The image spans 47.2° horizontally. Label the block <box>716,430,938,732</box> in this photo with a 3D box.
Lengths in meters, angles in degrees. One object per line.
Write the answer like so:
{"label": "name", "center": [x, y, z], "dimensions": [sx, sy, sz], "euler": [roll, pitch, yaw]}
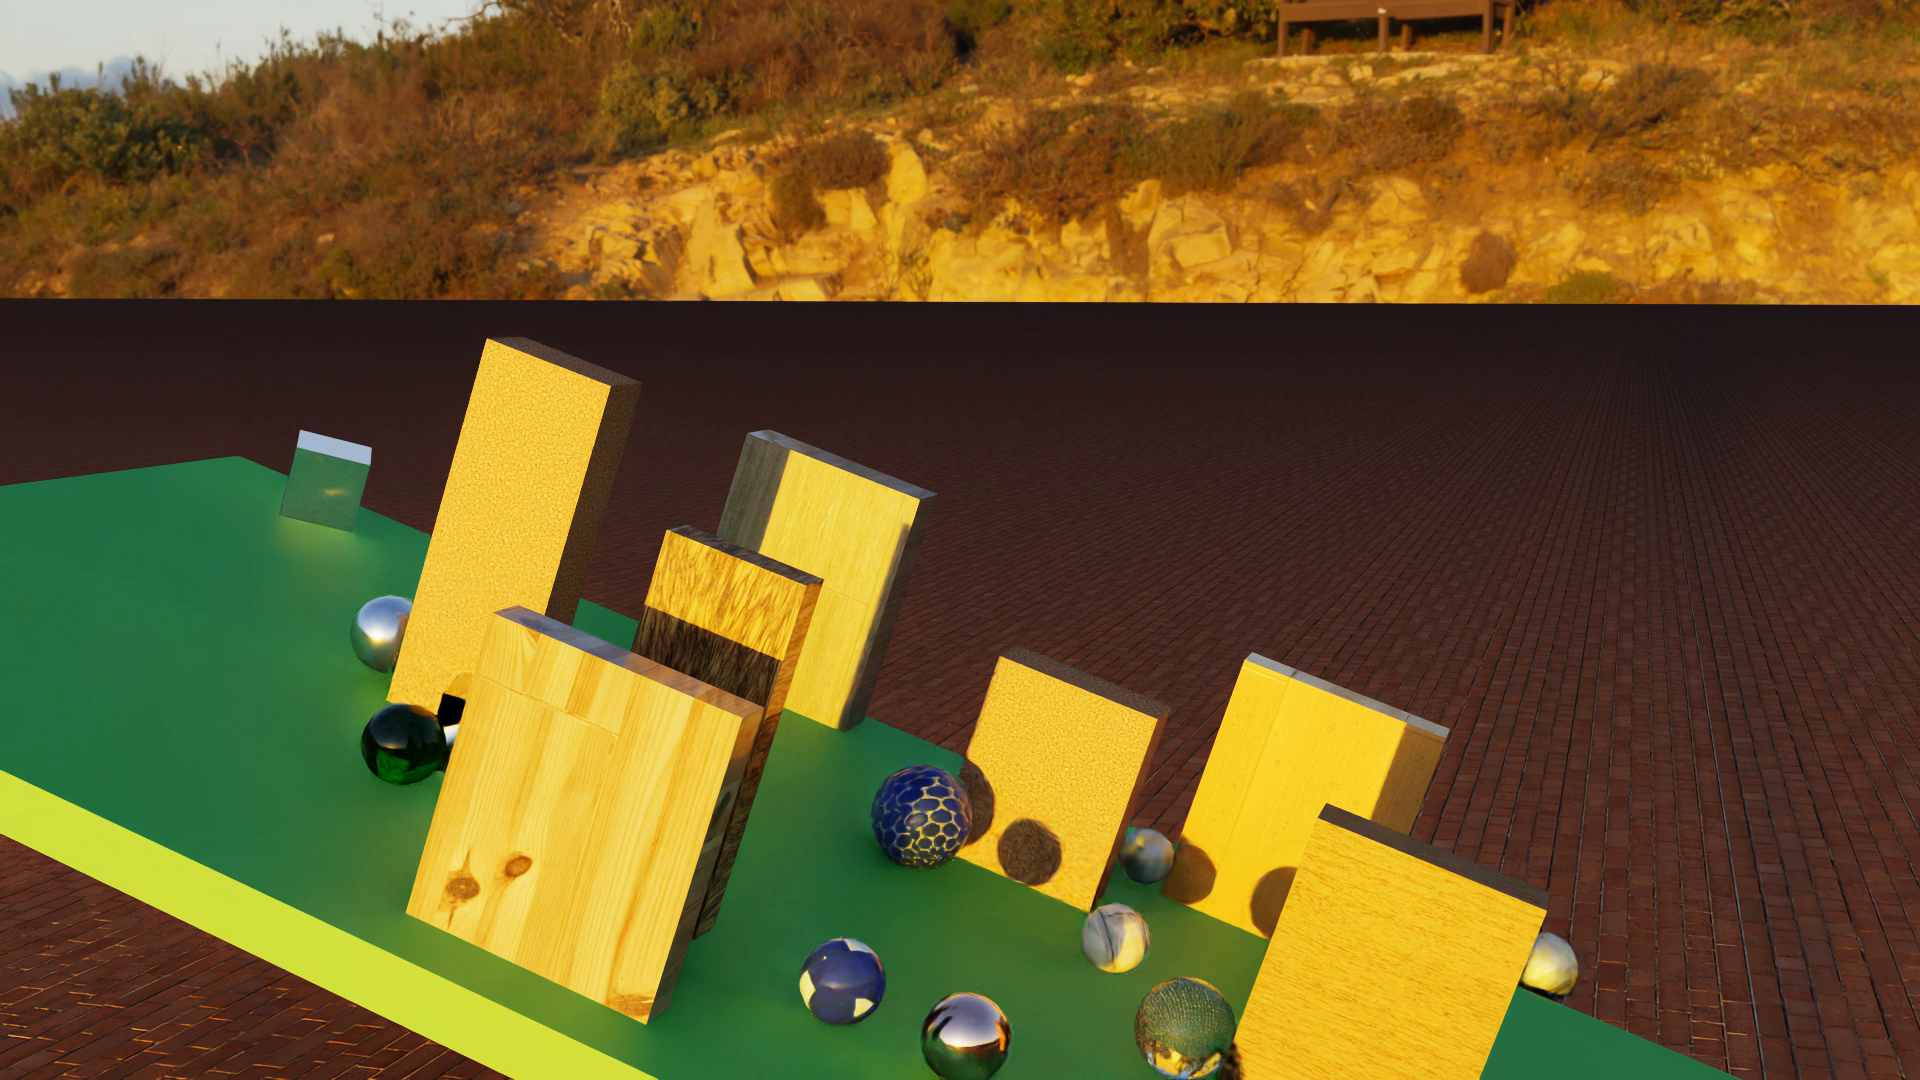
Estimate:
{"label": "block", "center": [-0.356, 0.091, 5.089], "dimensions": [0.438, 0.572, 0.132], "euler": [21, 12, 14]}

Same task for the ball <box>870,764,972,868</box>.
{"label": "ball", "center": [-0.076, 0.546, 4.353], "dimensions": [0.202, 0.202, 0.202], "euler": [0, 7, 0]}

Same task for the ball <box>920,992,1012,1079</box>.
{"label": "ball", "center": [0.009, 0.794, 3.503], "dimensions": [0.145, 0.145, 0.145], "euler": [0, 7, 0]}

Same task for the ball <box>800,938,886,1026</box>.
{"label": "ball", "center": [-0.190, 0.716, 3.569], "dimensions": [0.140, 0.140, 0.140], "euler": [0, 7, 0]}

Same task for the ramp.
{"label": "ramp", "center": [-0.348, 0.648, 4.220], "dimensions": [4.000, 0.100, 2.000], "euler": [21, 12, 14]}

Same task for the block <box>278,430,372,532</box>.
{"label": "block", "center": [-1.540, -0.143, 5.344], "dimensions": [0.174, 0.174, 0.174], "euler": [14, 13, -17]}

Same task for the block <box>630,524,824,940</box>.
{"label": "block", "center": [-0.454, 0.324, 3.712], "dimensions": [0.260, 0.646, 0.082], "euler": [21, 12, 14]}

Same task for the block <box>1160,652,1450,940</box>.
{"label": "block", "center": [0.717, 0.571, 4.601], "dimensions": [0.435, 0.541, 0.097], "euler": [21, 12, 14]}

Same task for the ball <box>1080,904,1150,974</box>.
{"label": "ball", "center": [0.293, 0.752, 4.152], "dimensions": [0.130, 0.130, 0.130], "euler": [0, 7, 0]}

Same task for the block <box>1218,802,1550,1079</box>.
{"label": "block", "center": [0.688, 0.769, 3.642], "dimensions": [0.386, 0.550, 0.110], "euler": [21, 12, 14]}

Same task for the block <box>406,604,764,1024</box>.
{"label": "block", "center": [-0.585, 0.421, 3.402], "dimensions": [0.435, 0.514, 0.085], "euler": [21, 12, 14]}

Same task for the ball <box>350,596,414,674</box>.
{"label": "ball", "center": [-1.142, 0.189, 4.406], "dimensions": [0.156, 0.156, 0.156], "euler": [0, 7, 0]}

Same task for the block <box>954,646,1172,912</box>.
{"label": "block", "center": [0.189, 0.483, 4.485], "dimensions": [0.344, 0.426, 0.134], "euler": [21, 12, 14]}

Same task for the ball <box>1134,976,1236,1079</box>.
{"label": "ball", "center": [0.387, 0.841, 3.783], "dimensions": [0.175, 0.175, 0.175], "euler": [0, 7, 0]}

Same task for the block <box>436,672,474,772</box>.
{"label": "block", "center": [-0.899, 0.355, 4.121], "dimensions": [0.147, 0.147, 0.147], "euler": [18, 12, -3]}

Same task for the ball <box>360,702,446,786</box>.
{"label": "ball", "center": [-0.995, 0.364, 3.934], "dimensions": [0.149, 0.149, 0.149], "euler": [0, 7, 0]}

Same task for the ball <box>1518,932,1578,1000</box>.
{"label": "ball", "center": [1.302, 0.955, 4.919], "dimensions": [0.155, 0.155, 0.155], "euler": [0, 7, 0]}

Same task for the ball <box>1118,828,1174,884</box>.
{"label": "ball", "center": [0.392, 0.665, 4.622], "dimensions": [0.117, 0.117, 0.117], "euler": [0, 7, 0]}

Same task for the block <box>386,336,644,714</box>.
{"label": "block", "center": [-0.868, 0.006, 4.279], "dimensions": [0.271, 0.749, 0.141], "euler": [21, 12, 14]}
